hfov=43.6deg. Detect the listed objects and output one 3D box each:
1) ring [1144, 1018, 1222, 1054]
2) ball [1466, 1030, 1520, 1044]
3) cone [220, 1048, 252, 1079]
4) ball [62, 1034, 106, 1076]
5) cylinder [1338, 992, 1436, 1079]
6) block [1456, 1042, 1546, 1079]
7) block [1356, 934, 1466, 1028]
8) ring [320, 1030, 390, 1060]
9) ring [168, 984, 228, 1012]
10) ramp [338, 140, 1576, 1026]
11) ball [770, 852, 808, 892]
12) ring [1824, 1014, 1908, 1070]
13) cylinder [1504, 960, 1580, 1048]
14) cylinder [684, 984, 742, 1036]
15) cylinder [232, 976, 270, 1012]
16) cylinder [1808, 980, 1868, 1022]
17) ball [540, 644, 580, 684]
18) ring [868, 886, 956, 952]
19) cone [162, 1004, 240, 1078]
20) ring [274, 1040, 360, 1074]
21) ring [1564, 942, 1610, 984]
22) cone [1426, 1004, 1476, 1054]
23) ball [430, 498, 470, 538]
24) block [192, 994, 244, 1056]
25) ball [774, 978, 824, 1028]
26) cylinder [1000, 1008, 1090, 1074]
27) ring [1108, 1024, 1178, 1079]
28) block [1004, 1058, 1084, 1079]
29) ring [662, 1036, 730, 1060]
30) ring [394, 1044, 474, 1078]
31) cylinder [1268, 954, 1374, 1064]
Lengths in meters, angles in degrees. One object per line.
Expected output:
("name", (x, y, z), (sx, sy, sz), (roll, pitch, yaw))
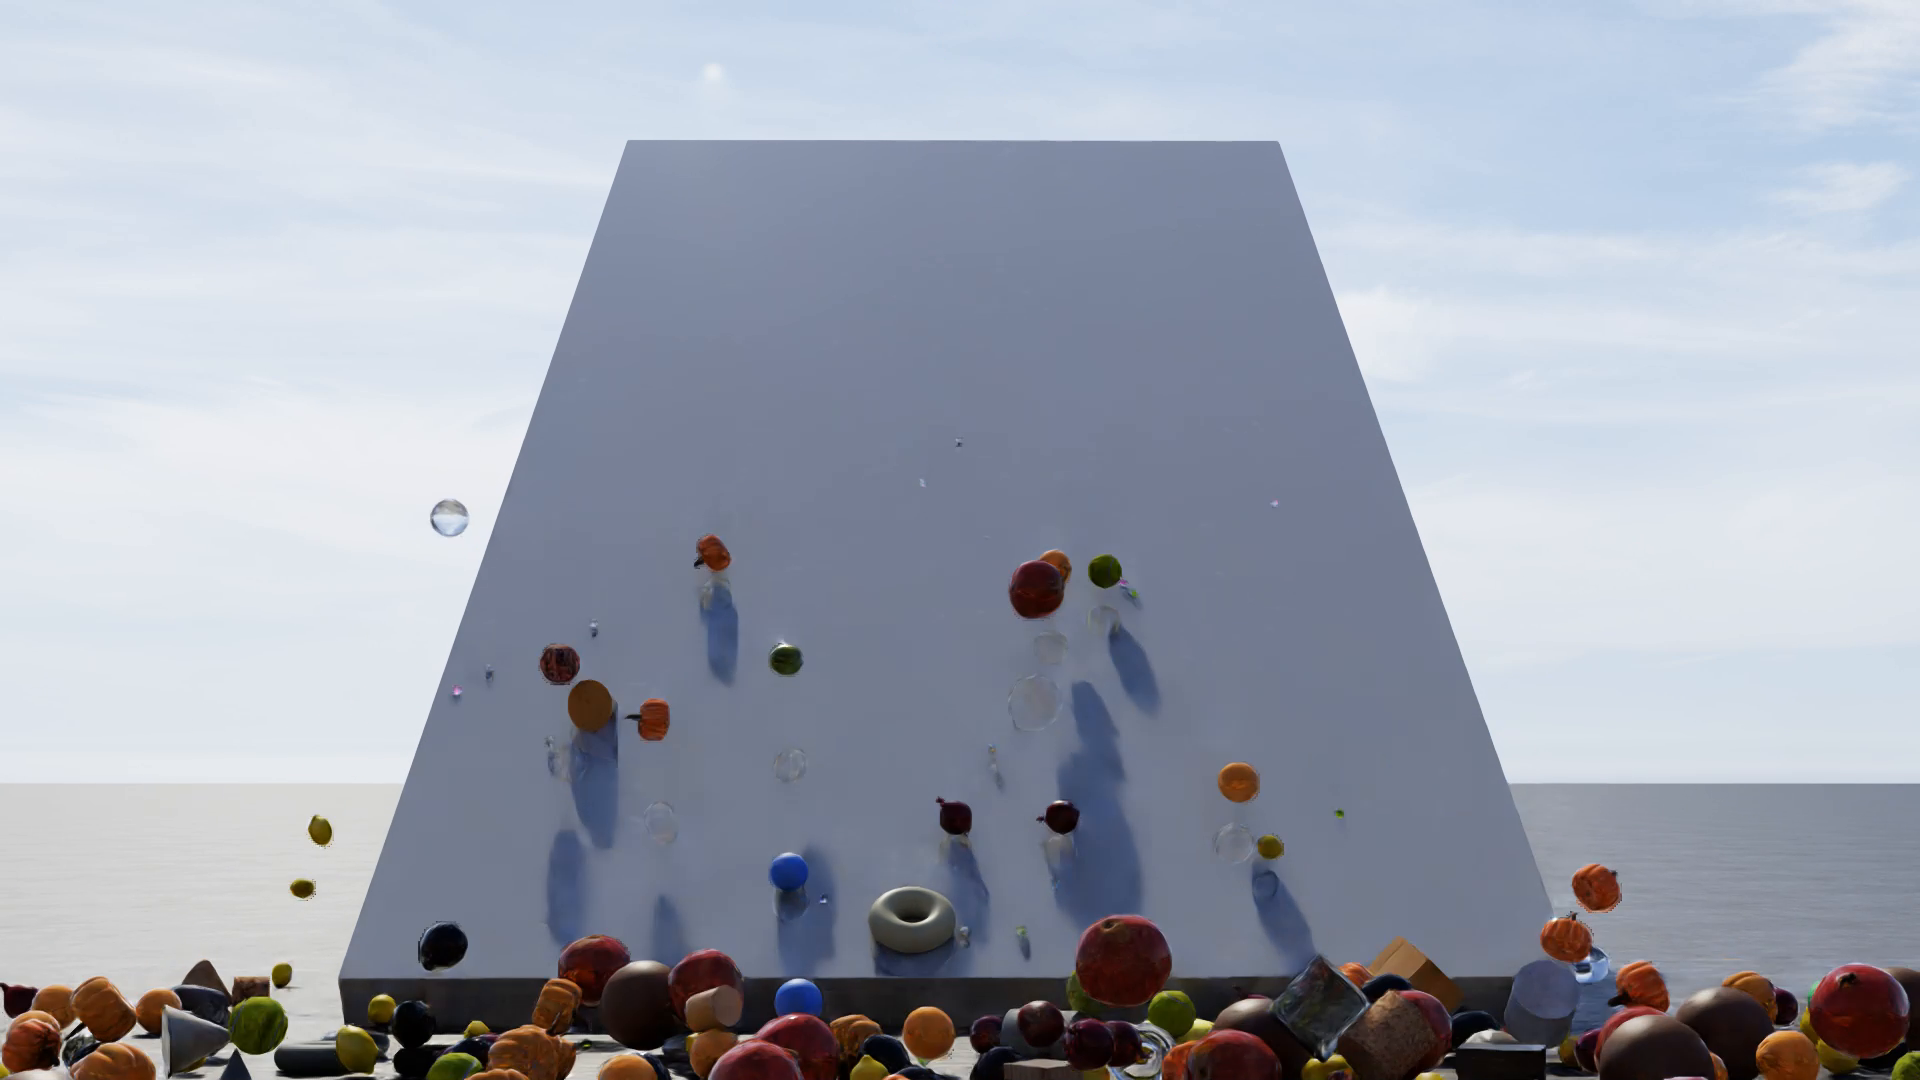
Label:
("ring", (0.326, 0.739, 3.579), (0.127, 0.042, 0.127), (1, -5, 0))
("ball", (0.633, 0.624, 2.854), (0.083, 0.083, 0.083), (0, -6, 0))
("cone", (-0.864, 0.647, 2.863), (0.083, 0.083, 0.083), (-1, -5, 0))
("ball", (-1.167, 0.685, 3.196), (0.054, 0.054, 0.054), (0, -6, 0))
("cylinder", (0.501, 0.588, 2.818), (0.082, 0.082, 0.082), (-37, 8, -20))
("block", (0.624, 0.631, 2.763), (0.093, 0.093, 0.093), (-1, -8, 17))
("block", (0.662, 0.658, 3.526), (0.092, 0.092, 0.092), (45, -3, -21))
("ring", (-0.880, 0.734, 3.483), (0.102, 0.034, 0.102), (-1, -5, 0))
("ring", (-1.301, 0.785, 4.099), (0.103, 0.034, 0.103), (6, -22, 2))
("ramp", (-0.012, -0.217, 5.648), (2.000, 0.100, 4.000), (0, 29, 0))
("ball", (-0.290, 0.562, 4.065), (0.065, 0.065, 0.065), (0, -6, 0))
("ring", (1.272, 0.704, 3.367), (0.116, 0.039, 0.116), (11, 16, -3))
("cylinder", (0.829, 0.662, 3.418), (0.093, 0.093, 0.093), (0, -38, 2))
("cylinder", (-0.332, 0.633, 3.231), (0.055, 0.055, 0.055), (-30, -22, 32))
("cylinder", (-1.230, 0.788, 4.165), (0.059, 0.059, 0.059), (4, -7, -21))
("cylinder", (1.429, 0.752, 3.908), (0.066, 0.066, 0.066), (2, -5, -17))
("ball", (-0.749, 0.231, 4.496), (0.074, 0.074, 0.074), (0, -6, 0))
("ring", (-0.079, 0.627, 3.967), (0.146, 0.049, 0.146), (1, 28, -1))
("cone", (-1.006, 0.662, 3.193), (0.097, 0.097, 0.097), (-1, -5, -24))
("ring", (-0.890, 0.716, 3.323), (0.115, 0.038, 0.115), (1, -7, 0))
("ring", (1.138, 0.776, 4.410), (0.111, 0.037, 0.111), (0, 22, 0))
("cone", (0.711, 0.729, 3.499), (0.079, 0.079, 0.079), (-33, -12, 8))
("ball", (-1.115, -0.048, 5.244), (0.085, 0.085, 0.085), (0, -6, 0))
("block", (-1.079, 0.702, 3.469), (0.058, 0.058, 0.058), (-39, -9, -21))
("ball", (-0.205, 0.590, 3.055), (0.062, 0.062, 0.062), (0, -6, 0))
("cylinder", (0.113, 0.675, 3.201), (0.094, 0.094, 0.094), (-2, -6, 22))
("ring", (0.240, 0.678, 3.157), (0.093, 0.093, 0.031), (-1, -43, 13))
("block", (0.099, 0.653, 2.837), (0.067, 0.067, 0.067), (-5, -8, 42))
("ring", (-0.379, 0.730, 3.448), (0.098, 0.033, 0.098), (-1, -9, 0))
("ring", (-0.720, 0.713, 3.286), (0.109, 0.036, 0.109), (0, -5, 0))
("cylinder", (0.432, 0.560, 2.871), (0.091, 0.091, 0.091), (42, 2, -2))
